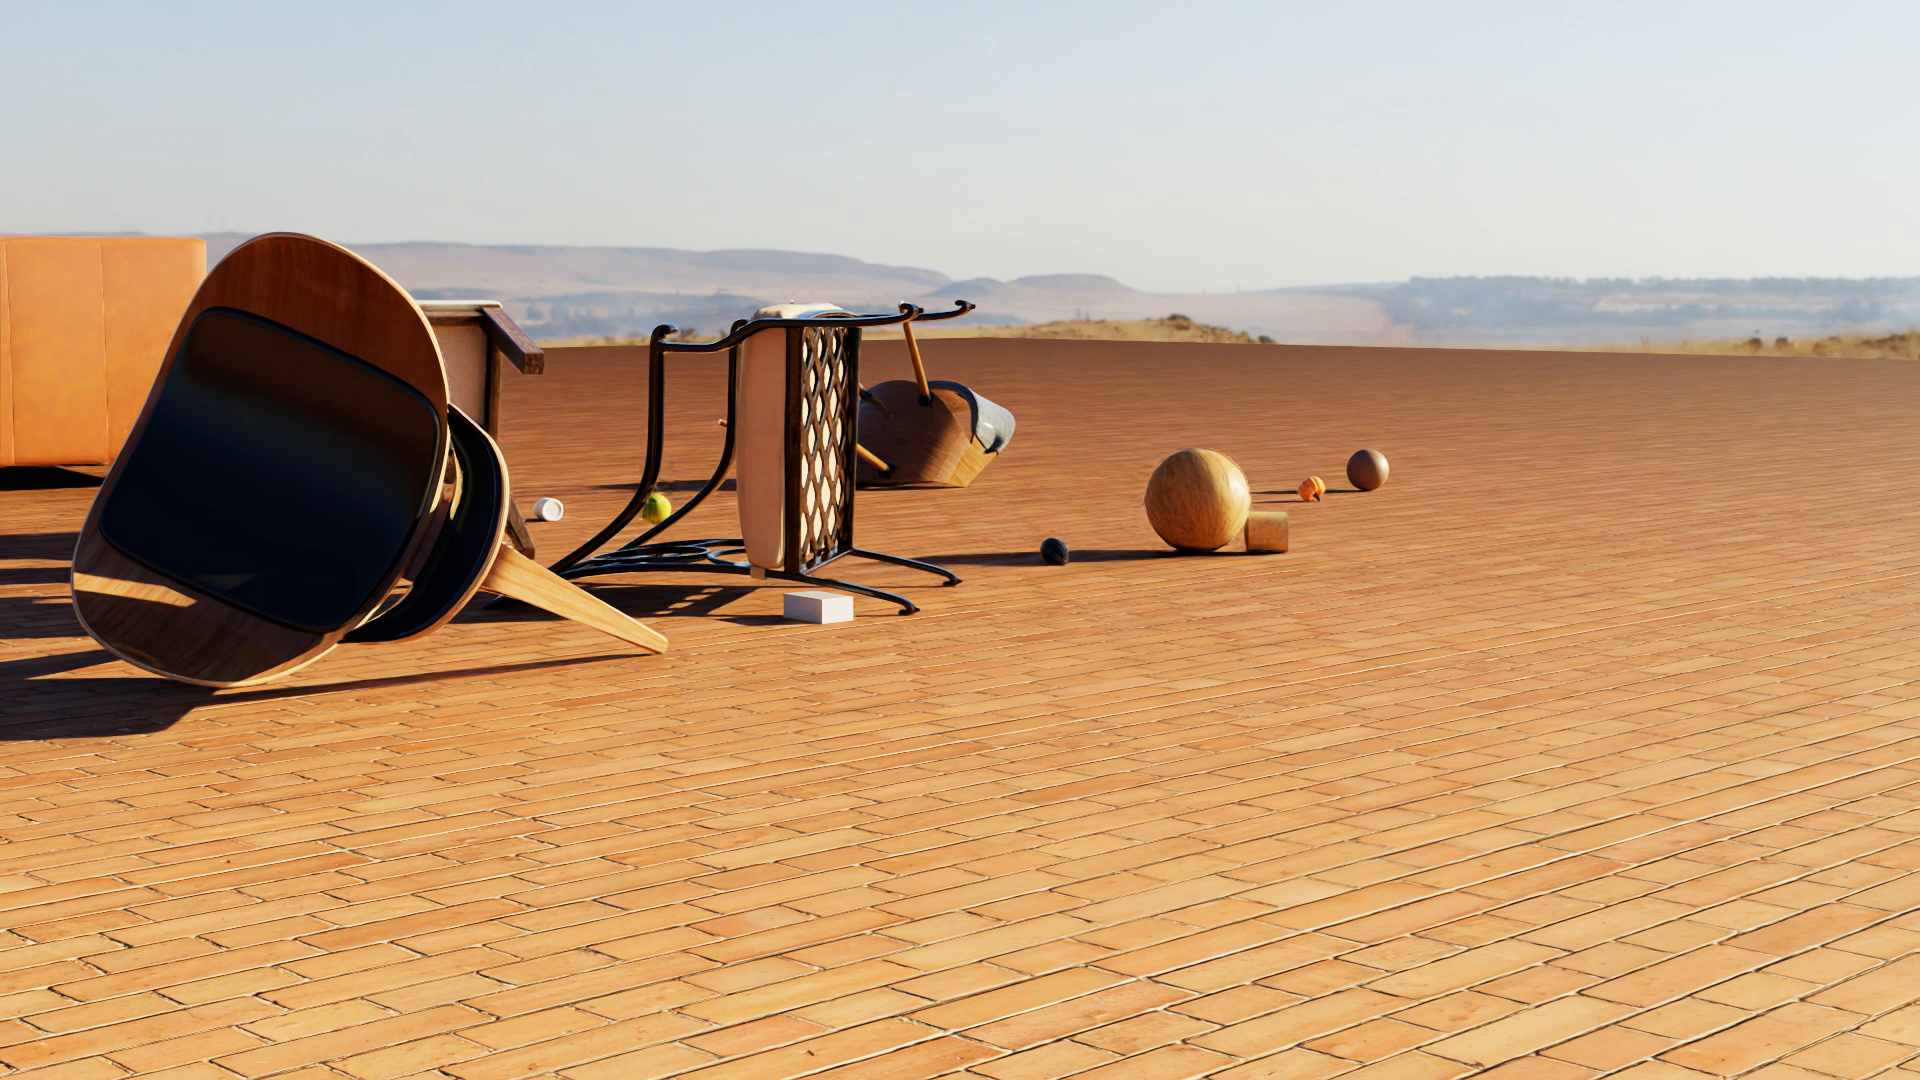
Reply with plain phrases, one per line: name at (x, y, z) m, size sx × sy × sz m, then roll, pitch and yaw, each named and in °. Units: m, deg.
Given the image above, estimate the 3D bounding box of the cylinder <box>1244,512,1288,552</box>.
cylinder at (0.731, -0.019, 6.121) m, size 0.094 × 0.094 × 0.111 m, roll 0°, pitch 34°, yaw 0°

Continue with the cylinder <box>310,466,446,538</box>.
cylinder at (-1.474, -0.096, 6.493) m, size 0.313 × 0.174 × 0.300 m, roll -2°, pitch 3°, yaw -17°

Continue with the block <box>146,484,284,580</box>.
block at (-1.662, -0.023, 5.728) m, size 0.271 × 0.185 × 0.170 m, roll 5°, pitch 8°, yaw 41°

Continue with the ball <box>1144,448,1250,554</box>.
ball at (0.564, -0.093, 6.096) m, size 0.249 × 0.249 × 0.249 m, roll 0°, pitch 6°, yaw 0°

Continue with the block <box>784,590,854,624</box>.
block at (-0.273, 0.129, 4.935) m, size 0.074 × 0.047 × 0.124 m, roll -5°, pitch 8°, yaw -40°
